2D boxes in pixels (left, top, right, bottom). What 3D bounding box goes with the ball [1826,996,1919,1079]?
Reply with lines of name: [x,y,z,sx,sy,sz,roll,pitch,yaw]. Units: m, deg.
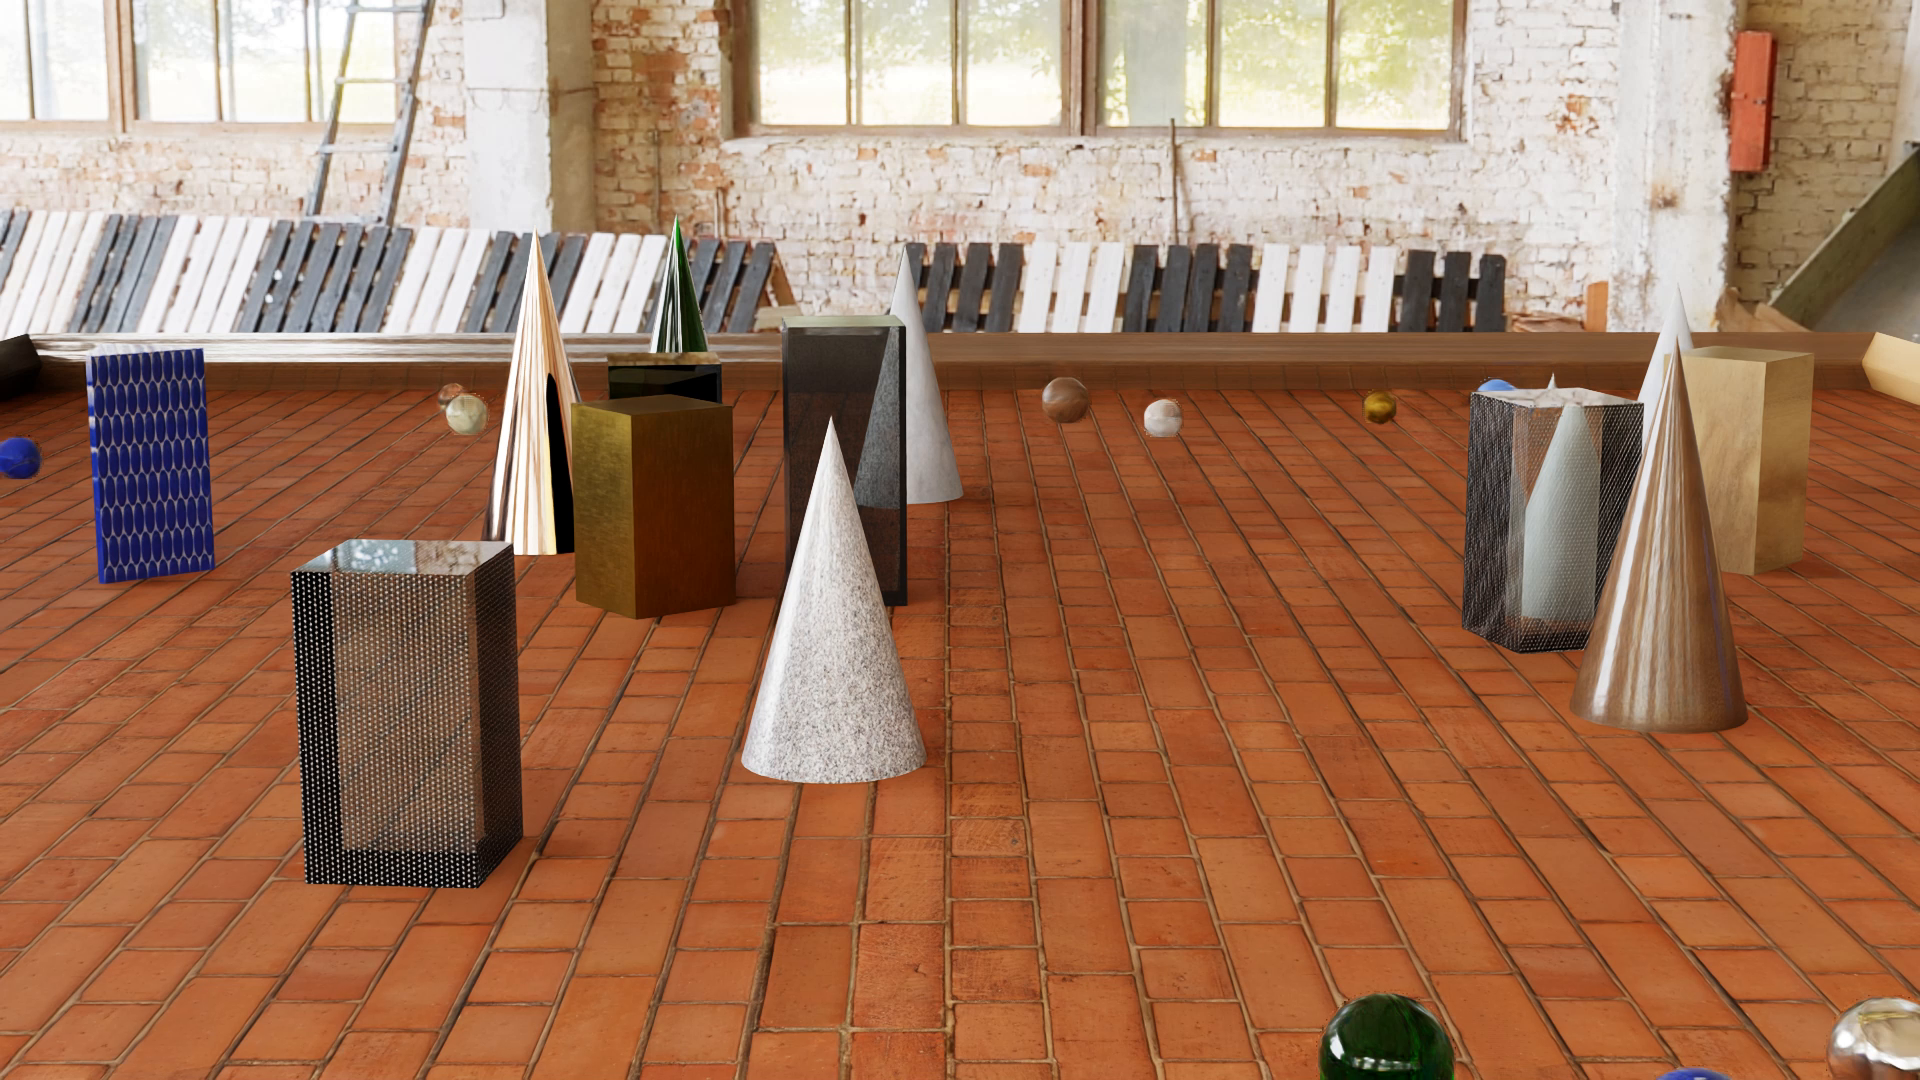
ball: [0.652,0.362,1.799,0.084,0.084,0.084,0,10,0]

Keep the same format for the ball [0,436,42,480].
ball: [-1.673,-0.146,4.562,0.077,0.077,0.077,0,10,0]

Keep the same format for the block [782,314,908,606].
block: [-0.160,-0.111,3.534,0.158,0.383,0.158,-1,11,-7]

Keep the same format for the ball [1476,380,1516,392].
ball: [1.096,-0.280,5.240,0.095,0.095,0.095,0,10,0]

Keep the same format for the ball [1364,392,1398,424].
ball: [0.862,-0.271,5.262,0.068,0.068,0.068,0,10,0]

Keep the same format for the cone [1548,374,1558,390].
cone: [0.810,-0.074,3.531,0.198,0.312,0.198,0,10,0]

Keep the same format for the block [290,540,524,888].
block: [-0.504,0.156,2.357,0.158,0.287,0.158,1,11,5]

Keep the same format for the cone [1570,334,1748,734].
cone: [0.797,-0.016,2.889,0.198,0.431,0.198,0,10,0]

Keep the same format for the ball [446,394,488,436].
ball: [-0.981,-0.249,5.108,0.081,0.081,0.081,0,10,0]

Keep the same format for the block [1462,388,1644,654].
block: [0.755,-0.028,3.279,0.158,0.312,0.158,-3,11,-16]

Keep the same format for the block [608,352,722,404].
block: [-0.429,-0.110,3.733,0.158,0.309,0.158,-2,11,-8]

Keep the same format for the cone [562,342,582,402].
cone: [-0.679,-0.228,4.277,0.198,0.343,0.198,0,10,0]

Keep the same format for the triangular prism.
triangular prism: [-1.204,-0.118,3.732,0.171,0.325,0.148,-9,14,-39]

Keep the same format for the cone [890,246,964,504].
cone: [-0.092,-0.288,4.374,0.198,0.426,0.198,0,10,0]

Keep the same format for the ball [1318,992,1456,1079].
ball: [0.295,0.361,1.777,0.094,0.094,0.094,0,10,0]

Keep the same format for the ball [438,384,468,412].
ball: [-1.067,-0.297,5.410,0.066,0.066,0.066,0,10,0]

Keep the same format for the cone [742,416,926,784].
cone: [-0.134,0.051,2.699,0.198,0.368,0.198,0,10,0]

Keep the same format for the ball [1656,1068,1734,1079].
ball: [0.477,0.386,1.658,0.089,0.089,0.089,0,10,0]

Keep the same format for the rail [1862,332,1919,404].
rail: [2.071,0.031,3.461,0.045,0.129,4.824,0,10,0]

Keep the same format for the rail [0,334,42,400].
rail: [-2.071,0.035,3.437,0.045,0.129,4.824,0,10,0]

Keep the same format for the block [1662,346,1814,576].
block: [1.142,-0.121,3.789,0.158,0.310,0.158,10,14,42]

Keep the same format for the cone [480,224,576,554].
cone: [-0.642,-0.237,3.919,0.198,0.490,0.198,0,10,0]

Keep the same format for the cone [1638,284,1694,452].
cone: [1.255,-0.278,4.517,0.198,0.354,0.198,0,10,0]

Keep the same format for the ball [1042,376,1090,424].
ball: [0.217,-0.286,5.264,0.098,0.098,0.098,0,10,0]

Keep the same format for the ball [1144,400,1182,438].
ball: [0.401,-0.239,5.067,0.077,0.077,0.077,0,10,0]

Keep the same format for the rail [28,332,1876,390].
rail: [-0.014,-0.402,5.797,4.189,0.129,0.045,0,10,0]

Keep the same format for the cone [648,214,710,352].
cone: [-0.543,-0.408,4.958,0.198,0.449,0.198,0,10,0]

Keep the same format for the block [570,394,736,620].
block: [-0.418,-0.049,3.497,0.158,0.274,0.158,-8,13,-37]
